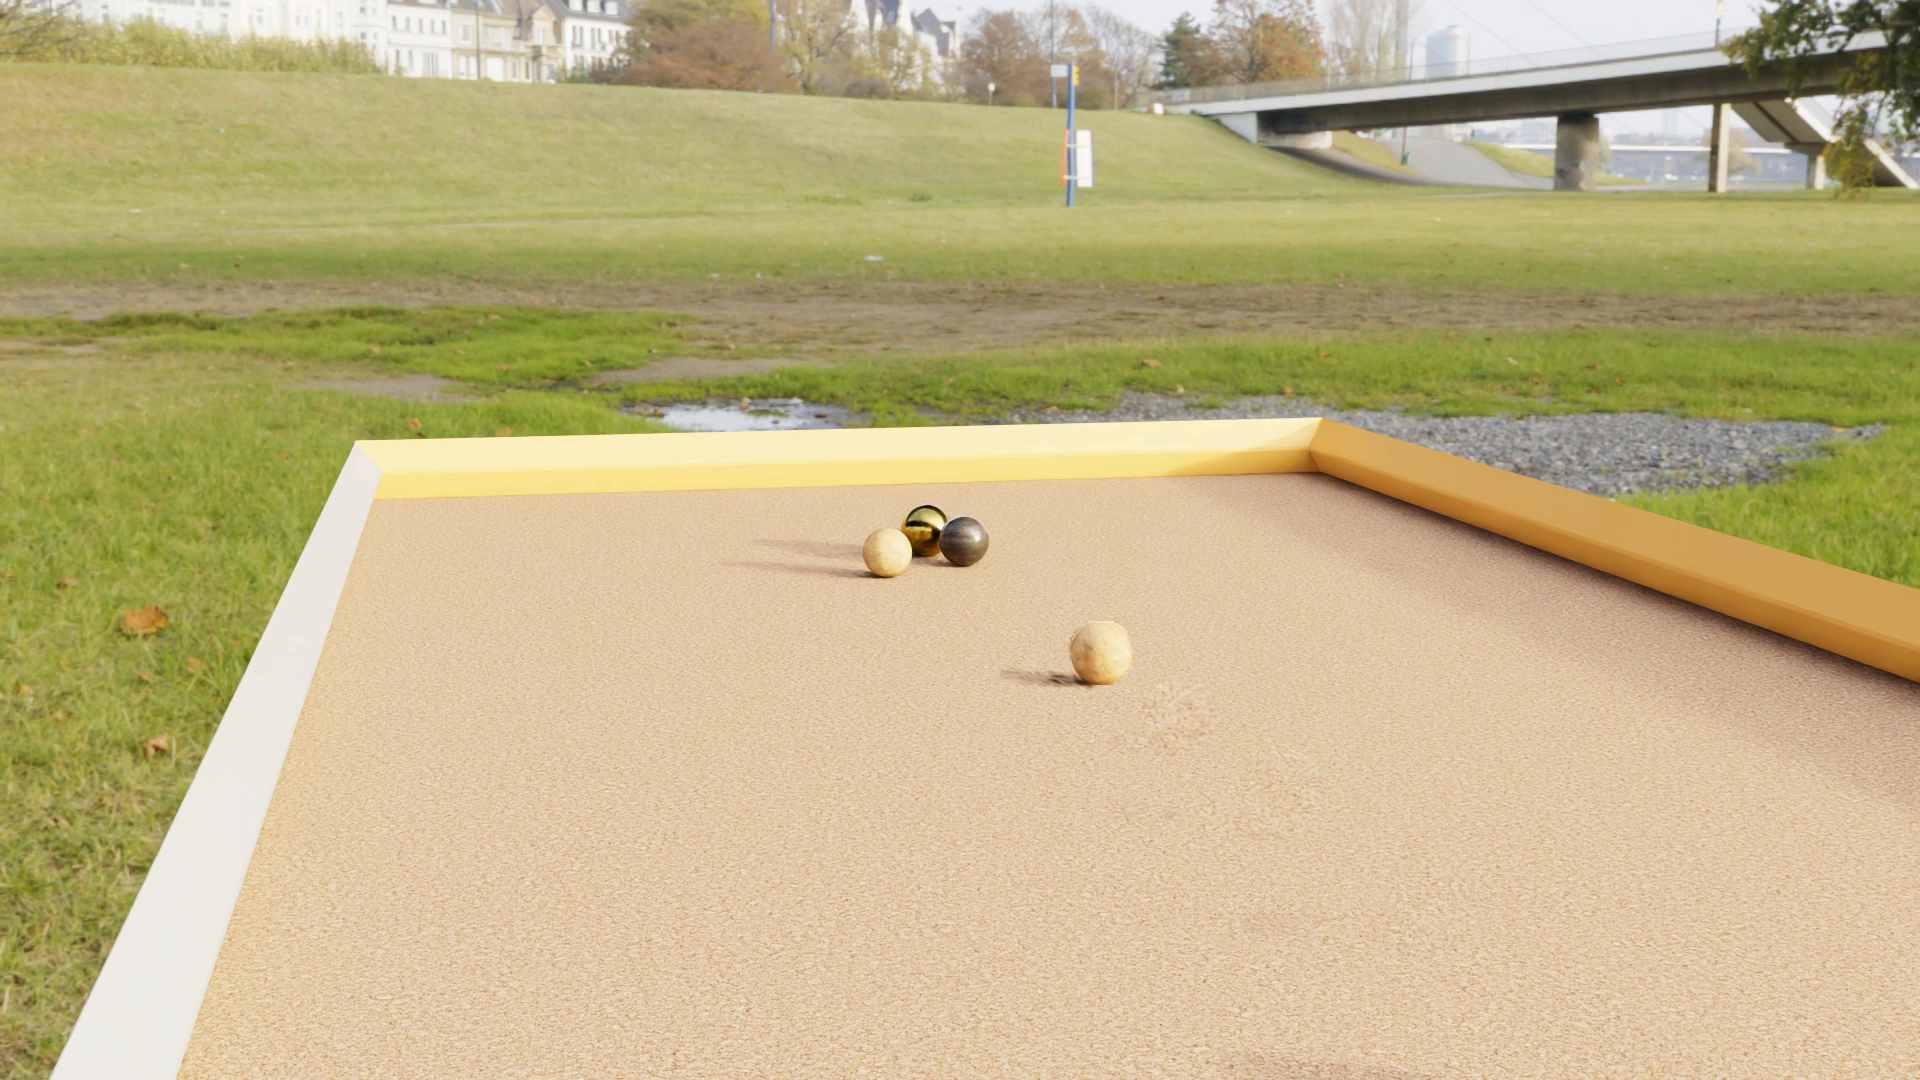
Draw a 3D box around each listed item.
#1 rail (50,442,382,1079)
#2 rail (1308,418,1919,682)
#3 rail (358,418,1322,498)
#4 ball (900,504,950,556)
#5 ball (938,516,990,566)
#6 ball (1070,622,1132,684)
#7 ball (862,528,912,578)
[{"bbox_3d":[-0.693,0.158,2.251,0.045,0.105,3.562,-2,10,-12],"label":"rail"},{"bbox_3d":[1.065,0.097,2.621,0.045,0.105,3.562,-2,10,-12],"label":"rail"},{"bbox_3d":[-0.181,-0.154,4.131,1.845,0.105,0.045,-2,10,-12],"label":"rail"},{"bbox_3d":[-0.050,-0.016,3.380,0.081,0.081,0.081,0,9,0],"label":"ball"},{"bbox_3d":[0.006,0.001,3.294,0.076,0.076,0.076,0,9,0],"label":"ball"},{"bbox_3d":[0.162,0.130,2.526,0.071,0.071,0.071,0,9,0],"label":"ball"},{"bbox_3d":[-0.106,0.018,3.201,0.072,0.072,0.072,0,9,0],"label":"ball"}]
